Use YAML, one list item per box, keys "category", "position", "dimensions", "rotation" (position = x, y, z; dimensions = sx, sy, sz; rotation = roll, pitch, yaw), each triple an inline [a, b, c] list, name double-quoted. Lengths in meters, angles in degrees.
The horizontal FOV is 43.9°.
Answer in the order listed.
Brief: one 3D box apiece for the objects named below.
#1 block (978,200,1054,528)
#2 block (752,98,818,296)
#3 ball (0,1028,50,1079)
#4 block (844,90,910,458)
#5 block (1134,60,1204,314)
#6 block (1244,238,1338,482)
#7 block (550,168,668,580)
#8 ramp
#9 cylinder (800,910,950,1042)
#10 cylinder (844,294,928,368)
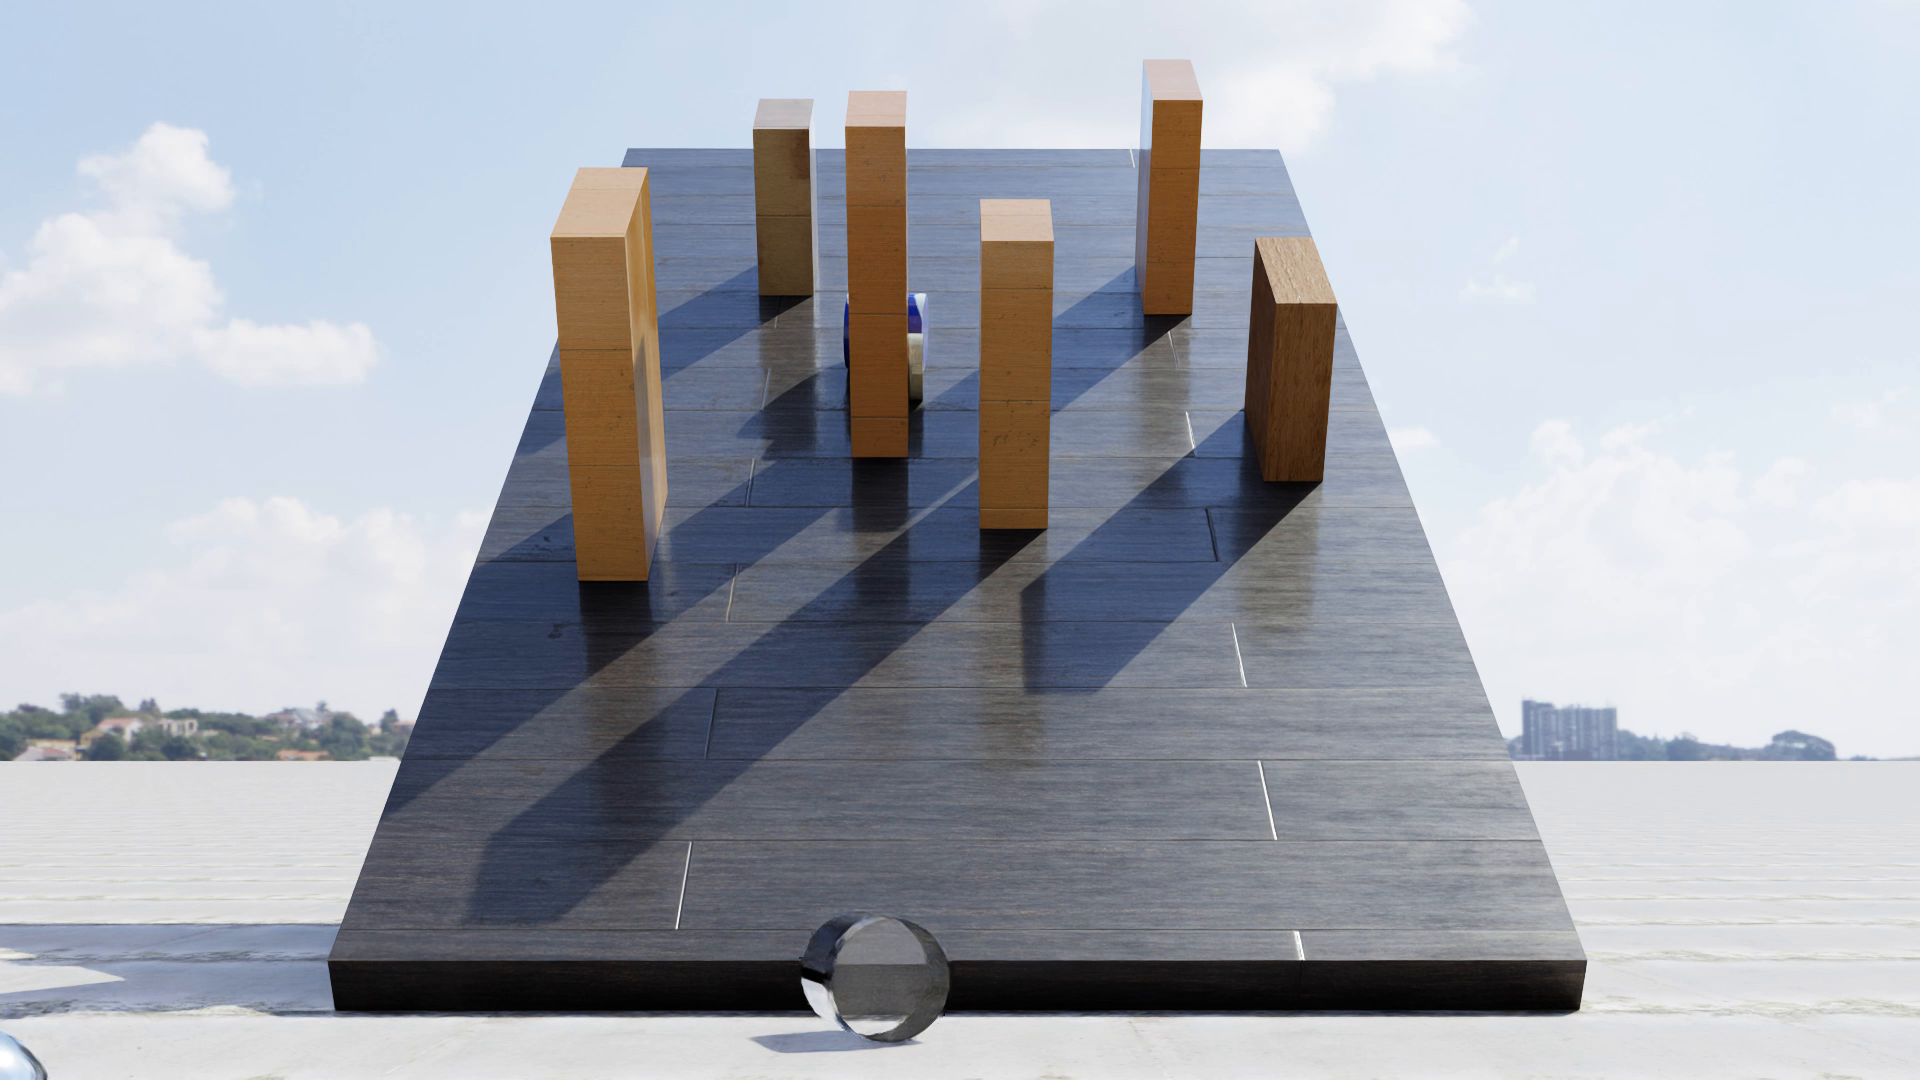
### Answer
- category: "block"
  position: [0.115, -0.370, 5.048]
  dimensions: [0.145, 0.652, 0.245]
  rotation: [0, 28, 0]
- category: "block"
  position: [-0.456, -0.902, 6.265]
  dimensions: [0.144, 0.453, 0.254]
  rotation: [0, 28, 0]
- category: "ball"
  position: [-0.901, 0.517, 2.136]
  dimensions: [0.170, 0.170, 0.170]
  rotation: [0, -5, 0]
- category: "block"
  position: [-0.181, -0.590, 5.329]
  dimensions: [0.127, 0.777, 0.251]
  rotation: [0, 28, 0]
- category: "block"
  position: [0.537, -0.916, 6.173]
  dimensions: [0.124, 0.570, 0.349]
  rotation: [0, 28, 0]
- category: "block"
  position: [0.741, -0.411, 5.373]
  dimensions: [0.131, 0.425, 0.396]
  rotation: [0, 28, 0]
- category: "block"
  position: [-0.711, -0.341, 4.888]
  dimensions: [0.141, 0.746, 0.402]
  rotation: [0, 28, 0]
- category: "ramp"
  position: [-0.011, -0.223, 5.575]
  dimensions: [2.000, 0.100, 4.000]
  rotation: [0, 28, 0]
- category: "cylinder"
  position: [-0.126, 0.636, 3.485]
  dimensions: [0.176, 0.176, 0.176]
  rotation: [2, -5, -18]
- category: "cylinder"
  position: [-0.179, -0.509, 5.806]
  dimensions: [0.188, 0.188, 0.188]
  rotation: [2, -5, 4]
